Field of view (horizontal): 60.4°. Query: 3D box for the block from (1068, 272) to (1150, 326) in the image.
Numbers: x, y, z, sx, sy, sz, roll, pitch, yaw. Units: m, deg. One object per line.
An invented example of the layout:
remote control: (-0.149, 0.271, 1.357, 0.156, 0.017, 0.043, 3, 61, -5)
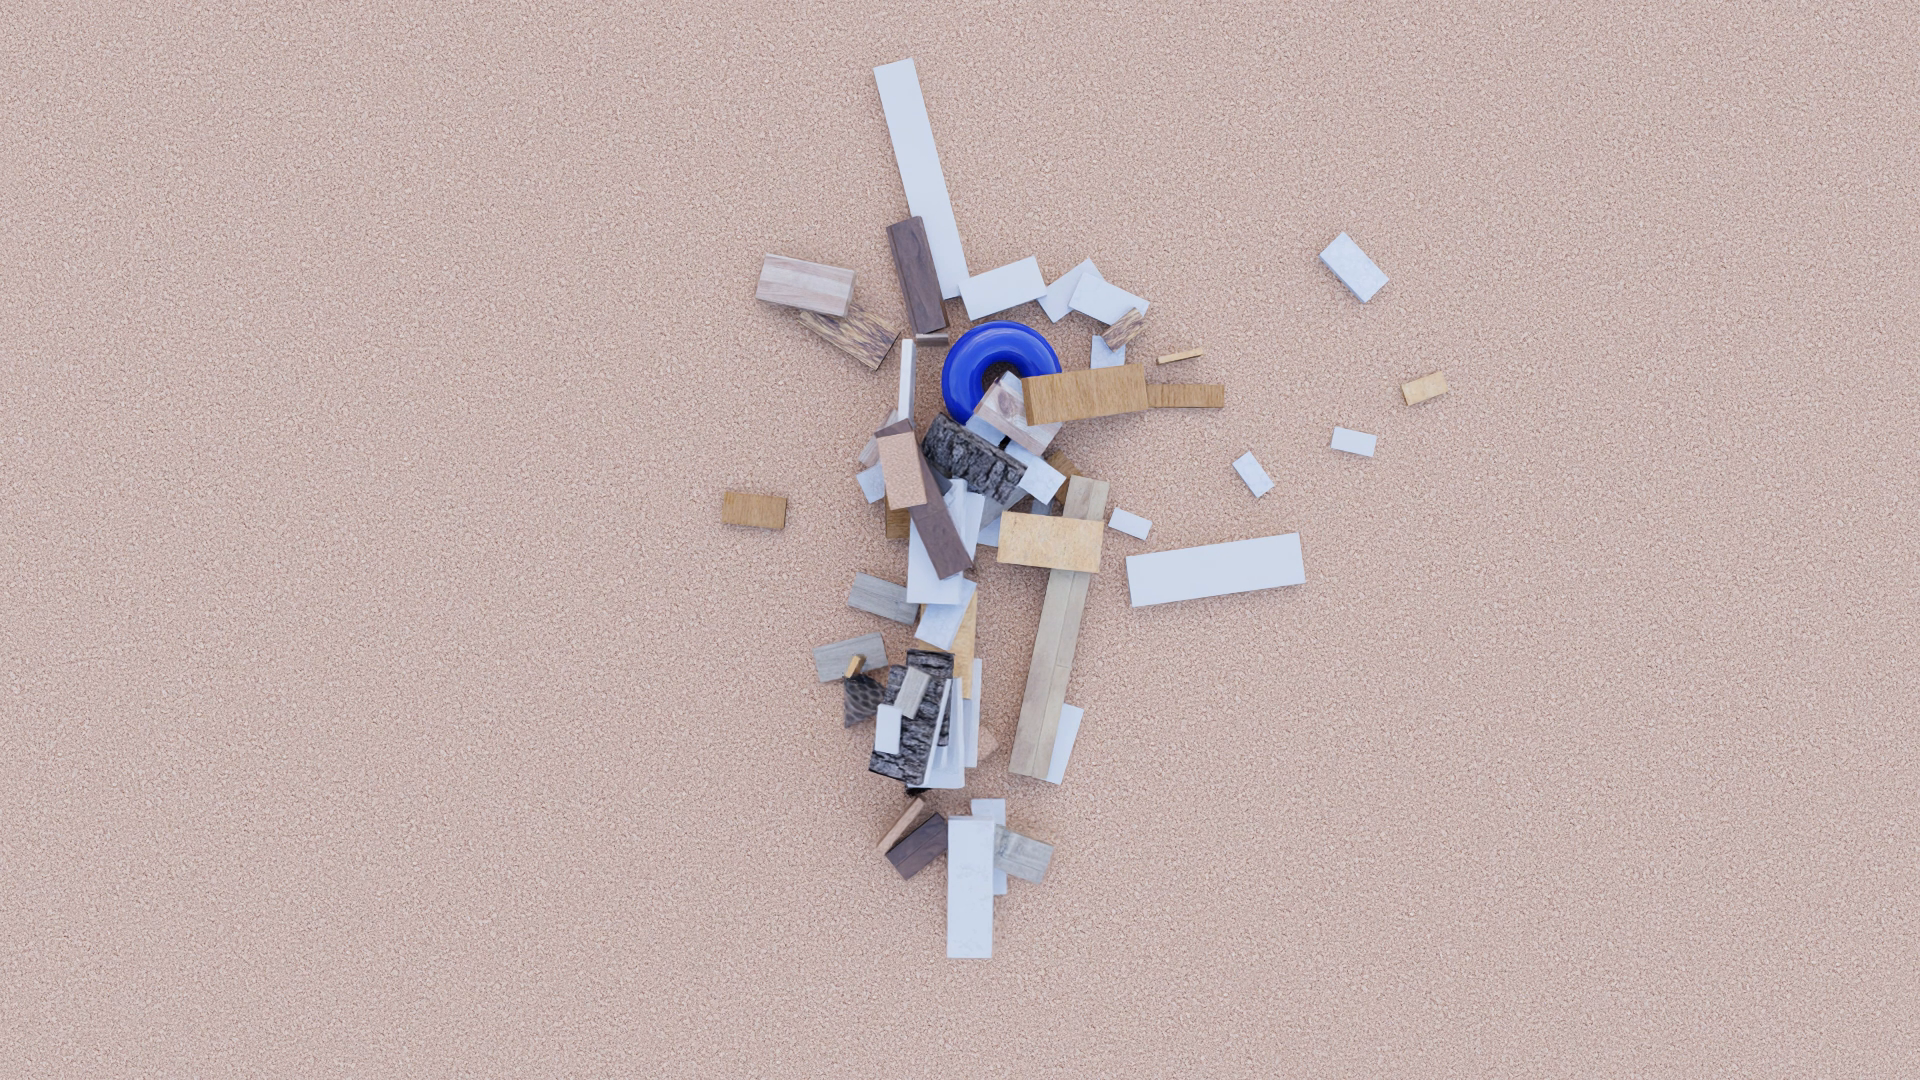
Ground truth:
block: (0.491, -0.781, 5.460, 0.245, 0.035, 0.122, 23, 95, -8)

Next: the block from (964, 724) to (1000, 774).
block: (0.034, 0.701, 5.461, 0.182, 0.026, 0.091, -40, 90, 0)

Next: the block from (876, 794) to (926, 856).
block: (-0.194, 0.937, 5.444, 0.031, 0.111, 0.222, 40, 90, 0)

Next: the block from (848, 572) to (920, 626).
block: (-0.248, 0.194, 5.484, 0.230, 0.033, 0.115, 18, 90, 0)

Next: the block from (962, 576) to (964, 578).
block: (-0.015, 0.088, 5.493, 0.047, 0.013, 0.095, -9, 90, 0)

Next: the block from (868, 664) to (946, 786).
block: (-0.165, 0.576, 5.145, 0.171, 0.049, 0.343, 14, 95, 20)

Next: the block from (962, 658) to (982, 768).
block: (-0.028, 0.565, 5.423, 0.176, 0.050, 0.353, 0, 82, 20)

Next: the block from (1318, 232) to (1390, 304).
block: (1.308, -0.905, 5.484, 0.111, 0.031, 0.221, -44, 90, 0)

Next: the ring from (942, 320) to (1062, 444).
ring: (0.138, -0.518, 5.415, 0.404, 0.135, 0.404, -1, 98, -7)

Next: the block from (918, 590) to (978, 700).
block: (-0.044, 0.340, 5.410, 0.176, 0.050, 0.353, 1, 82, 20)

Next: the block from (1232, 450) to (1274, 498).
block: (0.975, -0.218, 5.490, 0.071, 0.020, 0.142, -36, 90, 0)

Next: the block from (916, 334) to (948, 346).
block: (-0.091, -0.663, 5.473, 0.106, 0.053, 0.015, -2, 63, 0)

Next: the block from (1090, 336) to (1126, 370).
block: (0.488, -0.564, 5.484, 0.111, 0.031, 0.221, 4, 90, 0)

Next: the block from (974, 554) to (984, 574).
block: (0.051, 0.067, 5.476, 0.013, 0.047, 0.095, -27, 90, 0)

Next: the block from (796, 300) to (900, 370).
block: (-0.368, -0.709, 5.478, 0.310, 0.044, 0.155, 32, 90, 0)

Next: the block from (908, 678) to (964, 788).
block: (-0.081, 0.623, 5.343, 0.176, 0.050, 0.353, -2, 90, 20)

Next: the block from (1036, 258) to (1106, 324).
block: (0.369, -0.828, 5.484, 0.221, 0.031, 0.111, -35, 90, 0)

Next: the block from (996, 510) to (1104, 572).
block: (0.295, 0.007, 5.406, 0.335, 0.047, 0.167, 6, 89, 1)

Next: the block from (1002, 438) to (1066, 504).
block: (0.225, -0.225, 5.408, 0.223, 0.032, 0.112, 35, 93, -11)

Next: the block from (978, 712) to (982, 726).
block: (0.013, 0.658, 5.487, 0.091, 0.026, 0.182, 9, 90, 0)

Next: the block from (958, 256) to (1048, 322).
block: (0.140, -0.828, 5.446, 0.269, 0.038, 0.135, -19, 90, -2)

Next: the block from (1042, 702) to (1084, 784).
block: (0.310, 0.667, 5.481, 0.131, 0.037, 0.262, 18, 90, 0)

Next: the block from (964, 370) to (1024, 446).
block: (0.127, -0.415, 5.346, 0.122, 0.035, 0.245, 37, 95, -13)

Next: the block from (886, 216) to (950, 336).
block: (-0.139, -0.871, 5.458, 0.122, 0.035, 0.376, -15, 90, 26)

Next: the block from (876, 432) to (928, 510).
block: (-0.185, -0.221, 5.251, 0.116, 0.033, 0.232, -10, 94, 8)

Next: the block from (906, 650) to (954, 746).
block: (-0.103, 0.499, 5.222, 0.146, 0.041, 0.293, 4, 92, 20)

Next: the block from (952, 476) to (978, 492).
block: (0.041, -0.228, 5.462, 0.113, 0.032, 0.227, 15, 97, 3)

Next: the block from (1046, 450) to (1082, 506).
block: (0.361, -0.179, 5.484, 0.113, 0.032, 0.227, -40, 90, 0)

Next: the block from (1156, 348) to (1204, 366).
block: (0.726, -0.606, 5.463, 0.148, 0.074, 0.021, -12, 90, 0)

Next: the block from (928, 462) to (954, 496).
block: (-0.099, -0.201, 5.317, 0.146, 0.021, 0.073, 44, 98, 13)

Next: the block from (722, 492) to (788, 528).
block: (-0.684, -0.099, 5.485, 0.207, 0.029, 0.104, 6, 90, 0)

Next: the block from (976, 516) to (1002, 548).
block: (0.055, -0.049, 5.484, 0.227, 0.032, 0.113, 12, 90, 0)

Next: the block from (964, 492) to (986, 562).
block: (0.003, -0.040, 5.398, 0.120, 0.034, 0.239, 11, 90, 0)

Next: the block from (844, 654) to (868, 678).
block: (-0.338, 0.412, 5.393, 0.021, 0.146, 0.073, 27, 92, 7)
